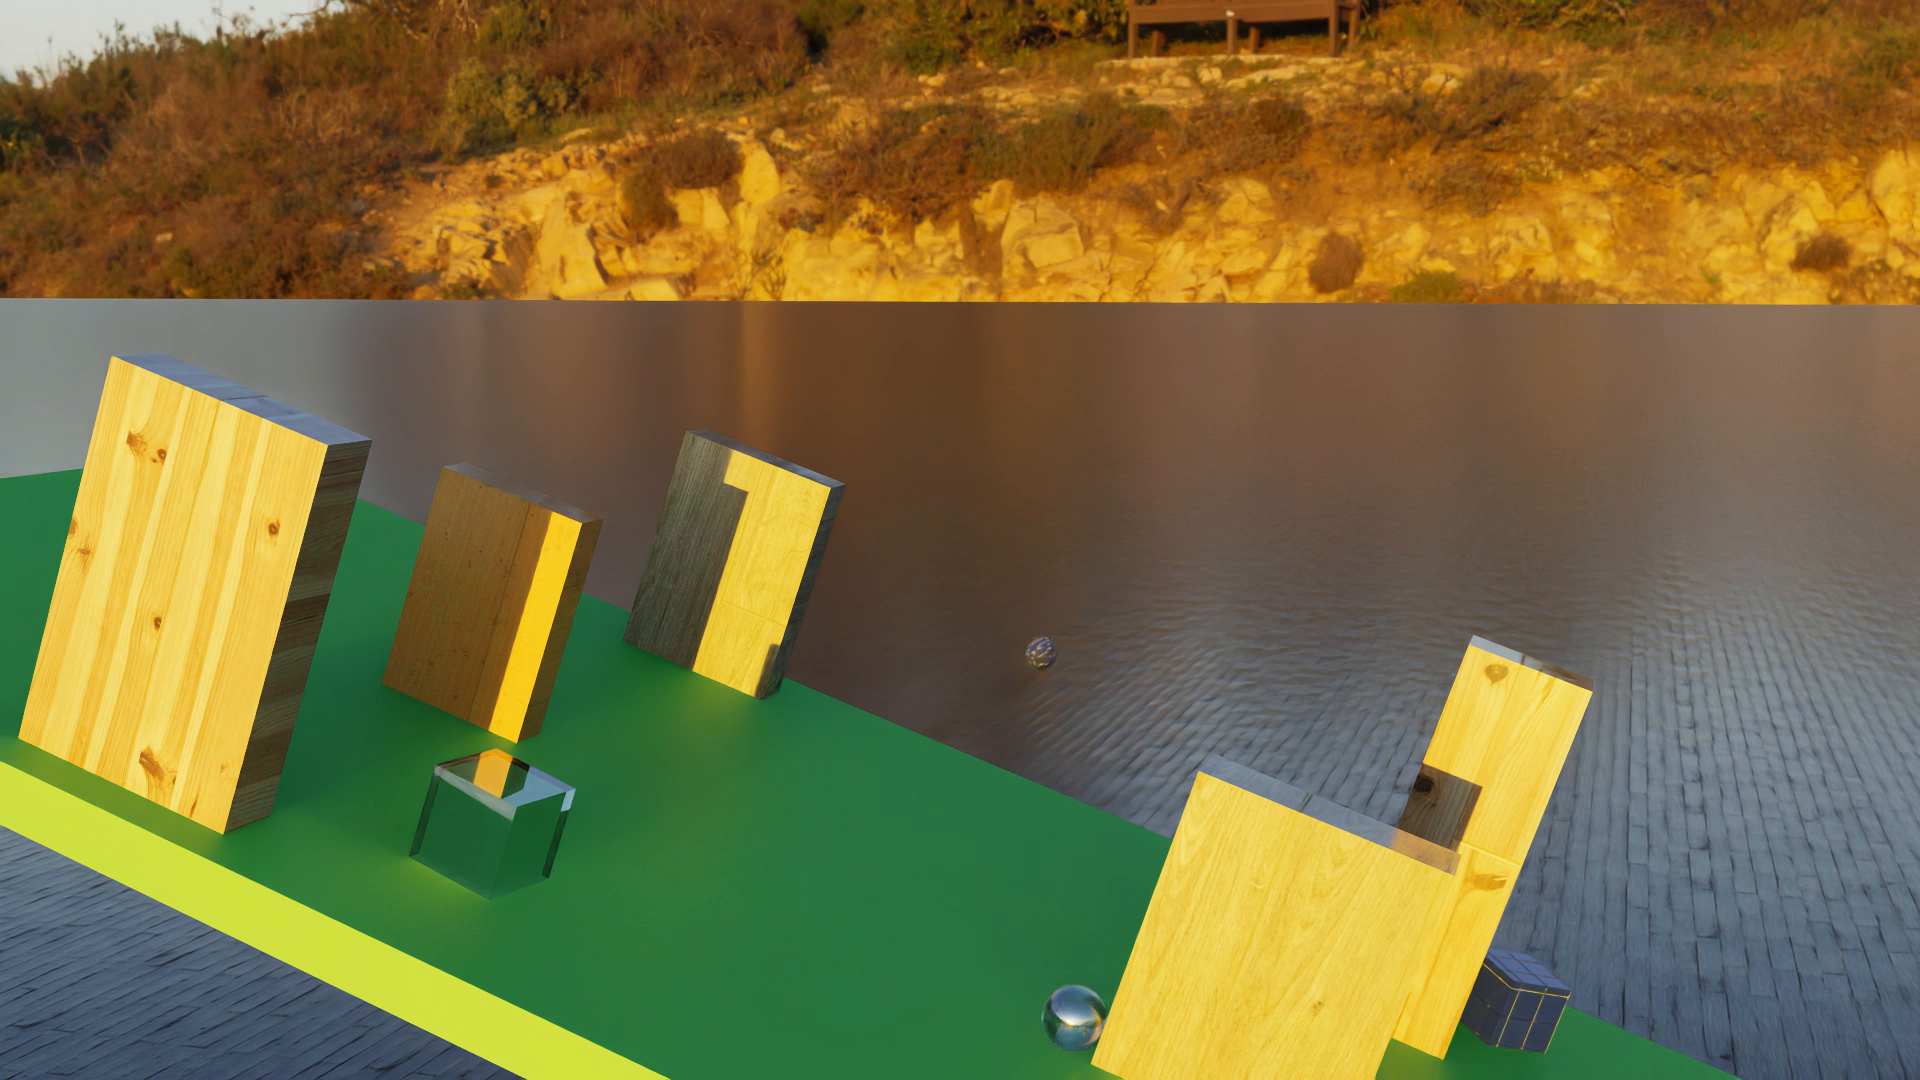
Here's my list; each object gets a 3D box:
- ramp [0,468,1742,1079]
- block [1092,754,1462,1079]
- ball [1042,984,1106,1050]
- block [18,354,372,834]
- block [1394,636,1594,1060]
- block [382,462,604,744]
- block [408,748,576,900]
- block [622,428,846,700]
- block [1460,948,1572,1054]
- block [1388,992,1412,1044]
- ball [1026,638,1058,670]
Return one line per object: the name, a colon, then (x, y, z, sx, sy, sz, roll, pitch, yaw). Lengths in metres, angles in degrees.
ramp: (-0.345, 0.640, 4.218, 4.000, 0.100, 2.000, 22, 12, 14)
block: (0.525, 0.704, 3.679, 0.440, 0.547, 0.137, 22, 12, 14)
ball: (0.194, 0.811, 3.735, 0.109, 0.109, 0.109, 0, 7, 0)
block: (-1.235, 0.082, 3.539, 0.407, 0.662, 0.125, 22, 12, 14)
block: (0.966, 0.595, 4.264, 0.240, 0.780, 0.120, 22, 12, 14)
block: (-0.920, 0.121, 4.320, 0.313, 0.461, 0.094, 22, 12, 14)
block: (-0.779, 0.472, 3.670, 0.169, 0.169, 0.169, 23, 13, 21)
block: (-0.523, 0.054, 5.071, 0.370, 0.521, 0.101, 22, 12, 14)
block: (1.122, 0.939, 4.488, 0.147, 0.147, 0.147, 13, 13, -24)
block: (0.784, 0.904, 4.225, 0.109, 0.109, 0.109, 24, 13, 23)
ball: (0.384, 0.535, 10.344, 0.146, 0.146, 0.146, 0, 7, 0)
